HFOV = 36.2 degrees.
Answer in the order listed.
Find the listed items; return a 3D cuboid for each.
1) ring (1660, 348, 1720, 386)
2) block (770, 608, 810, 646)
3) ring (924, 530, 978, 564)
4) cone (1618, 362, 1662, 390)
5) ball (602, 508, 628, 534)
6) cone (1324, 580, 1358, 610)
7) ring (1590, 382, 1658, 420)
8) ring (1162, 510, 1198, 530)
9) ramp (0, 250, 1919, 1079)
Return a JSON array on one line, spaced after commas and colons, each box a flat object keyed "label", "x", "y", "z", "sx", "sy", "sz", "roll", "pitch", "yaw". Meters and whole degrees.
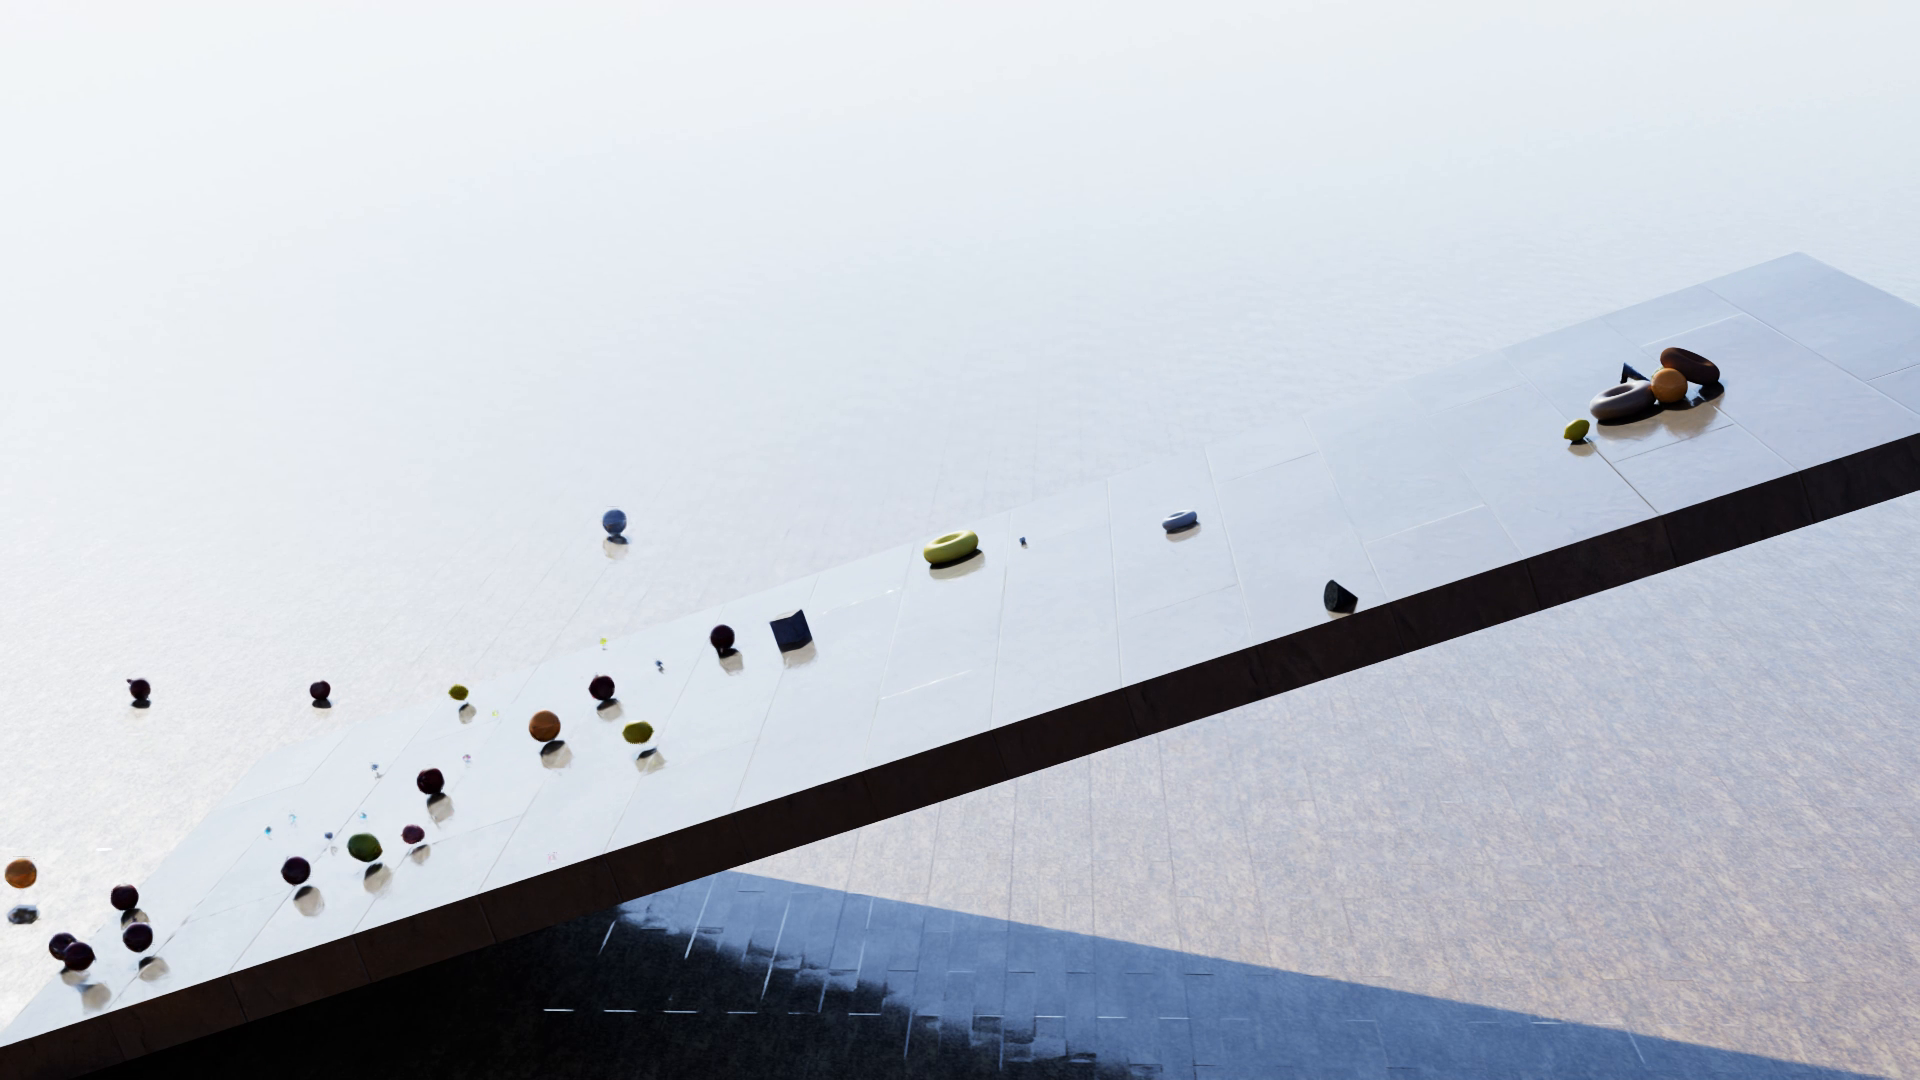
[{"label": "ring", "x": 1.500, "y": -0.357, "z": 6.045, "sx": 0.128, "sy": 0.043, "sz": 0.128, "roll": 19, "pitch": 19, "yaw": -7}, {"label": "block", "x": -0.385, "y": 0.196, "z": 6.650, "sx": 0.059, "sy": 0.059, "sz": 0.059, "roll": -14, "pitch": 12, "yaw": 27}, {"label": "ring", "x": -0.022, "y": 0.017, "z": 6.951, "sx": 0.137, "sy": 0.046, "sz": 0.137, "roll": -18, "pitch": 12, "yaw": 4}, {"label": "cone", "x": 1.424, "y": -0.322, "z": 6.144, "sx": 0.090, "sy": 0.090, "sz": 0.090, "roll": 11, "pitch": 14, "yaw": 11}, {"label": "ball", "x": -1.239, "y": -0.067, "z": 10.546, "sx": 0.094, "sy": 0.094, "sz": 0.094, "roll": 0, "pitch": 12, "yaw": 0}, {"label": "cone", "x": 0.698, "y": 0.103, "z": 5.332, "sx": 0.057, "sy": 0.057, "sz": 0.057, "roll": 5, "pitch": 10, "yaw": -19}, {"label": "ring", "x": 1.365, "y": -0.287, "z": 6.051, "sx": 0.144, "sy": 0.048, "sz": 0.144, "roll": -20, "pitch": 10, "yaw": 4}, {"label": "ring", "x": 0.480, "y": -0.044, "z": 6.431, "sx": 0.081, "sy": 0.027, "sz": 0.081, "roll": -18, "pitch": 9, "yaw": 3}, {"label": "ramp", "x": 0.107, "y": 0.180, "z": 6.305, "sx": 4.000, "sy": 0.100, "sz": 2.000, "roll": -18, "pitch": 11, "yaw": 6}]
